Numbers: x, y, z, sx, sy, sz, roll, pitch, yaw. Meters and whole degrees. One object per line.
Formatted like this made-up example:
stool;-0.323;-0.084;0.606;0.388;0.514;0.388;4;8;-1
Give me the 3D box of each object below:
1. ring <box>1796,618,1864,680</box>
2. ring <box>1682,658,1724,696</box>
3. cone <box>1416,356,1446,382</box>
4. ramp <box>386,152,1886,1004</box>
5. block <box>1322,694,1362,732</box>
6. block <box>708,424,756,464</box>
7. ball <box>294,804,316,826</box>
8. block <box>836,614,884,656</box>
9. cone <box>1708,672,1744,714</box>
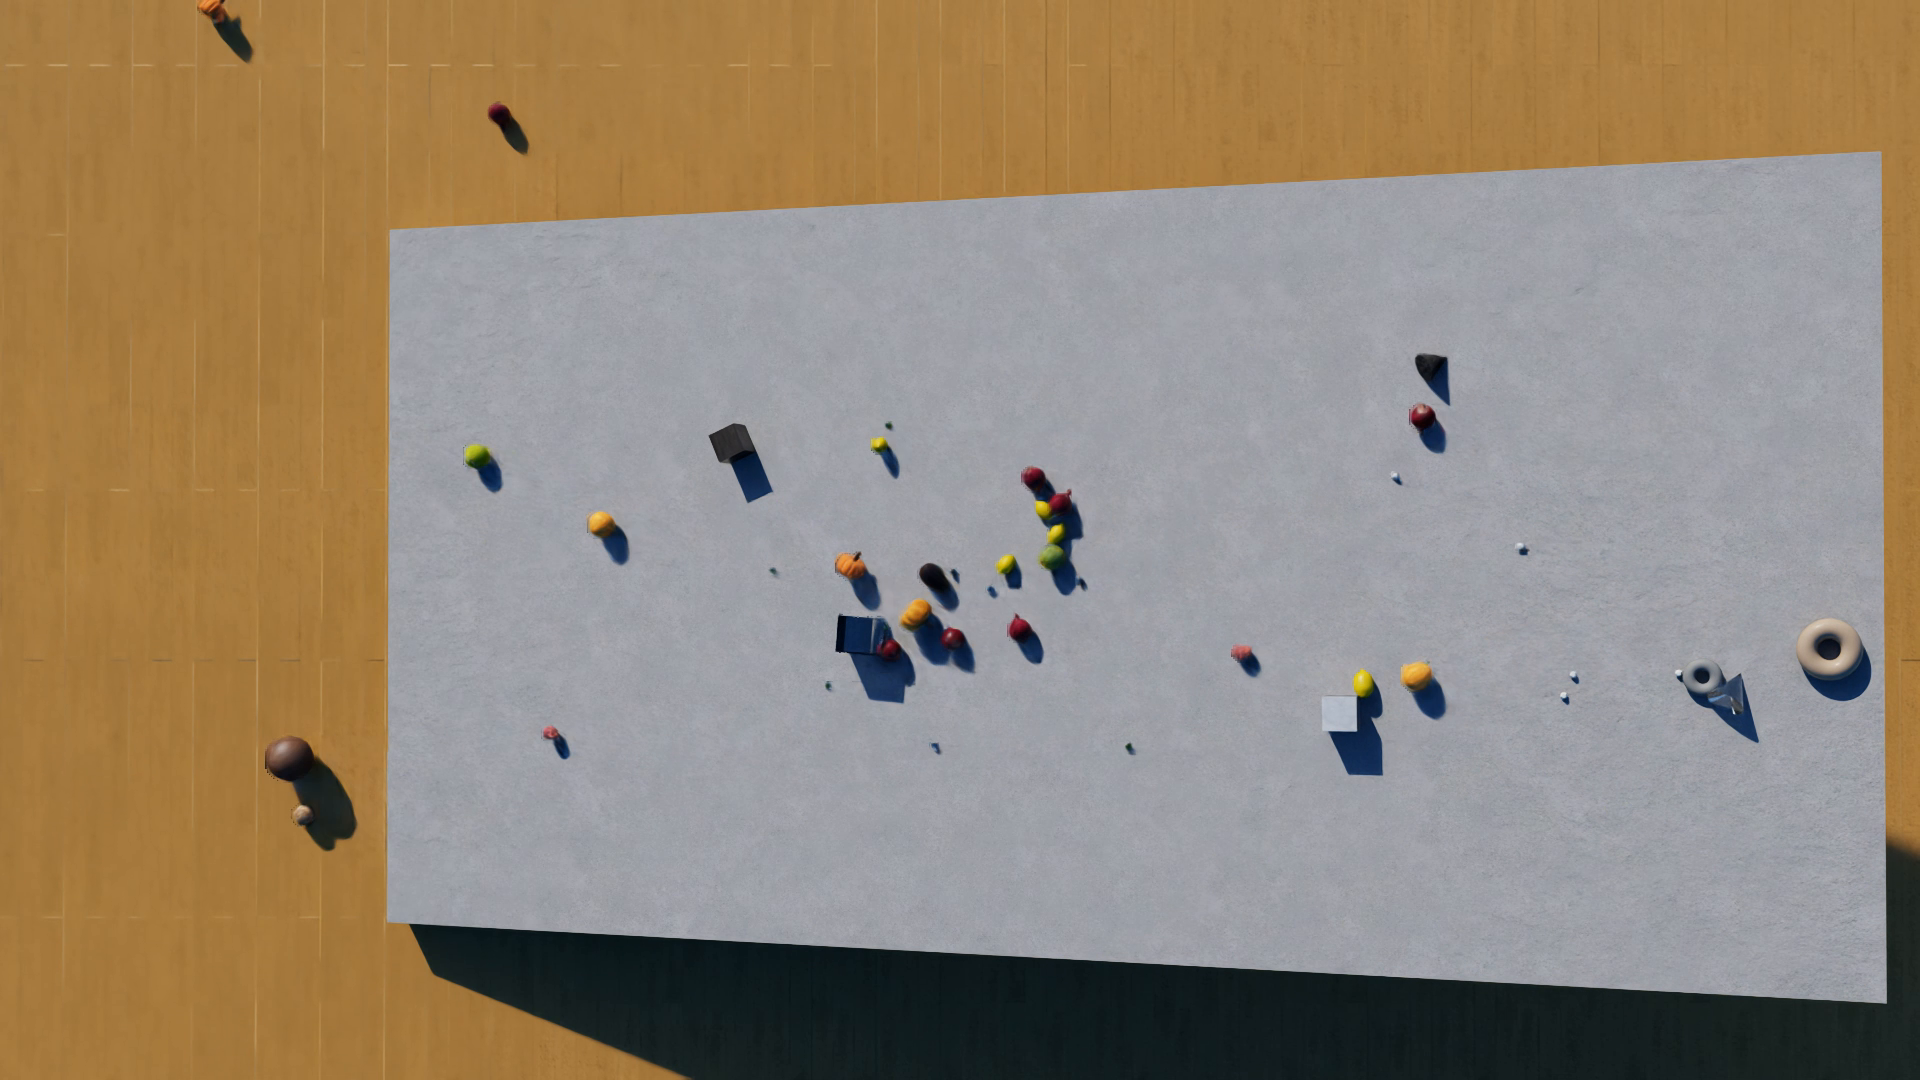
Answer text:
ring;2.045;0.258;5.172;0.148;0.049;0.148;0;89;19
ring;1.778;0.329;5.263;0.092;0.031;0.092;0;90;18
cone;1.182;-0.440;5.459;0.072;0.072;0.072;-31;89;-20
ramp;0.274;0.094;5.803;4.000;0.100;2.000;0;89;17
block;0.953;0.432;5.490;0.085;0.085;0.085;-1;89;17
block;-0.621;-0.262;5.992;0.081;0.081;0.081;-25;82;15
ball;-1.909;0.800;6.405;0.060;0.060;0.060;0;89;0
block;-0.266;0.252;5.865;0.098;0.098;0.098;5;91;17
cone;1.842;0.352;5.238;0.090;0.090;0.090;34;72;0
